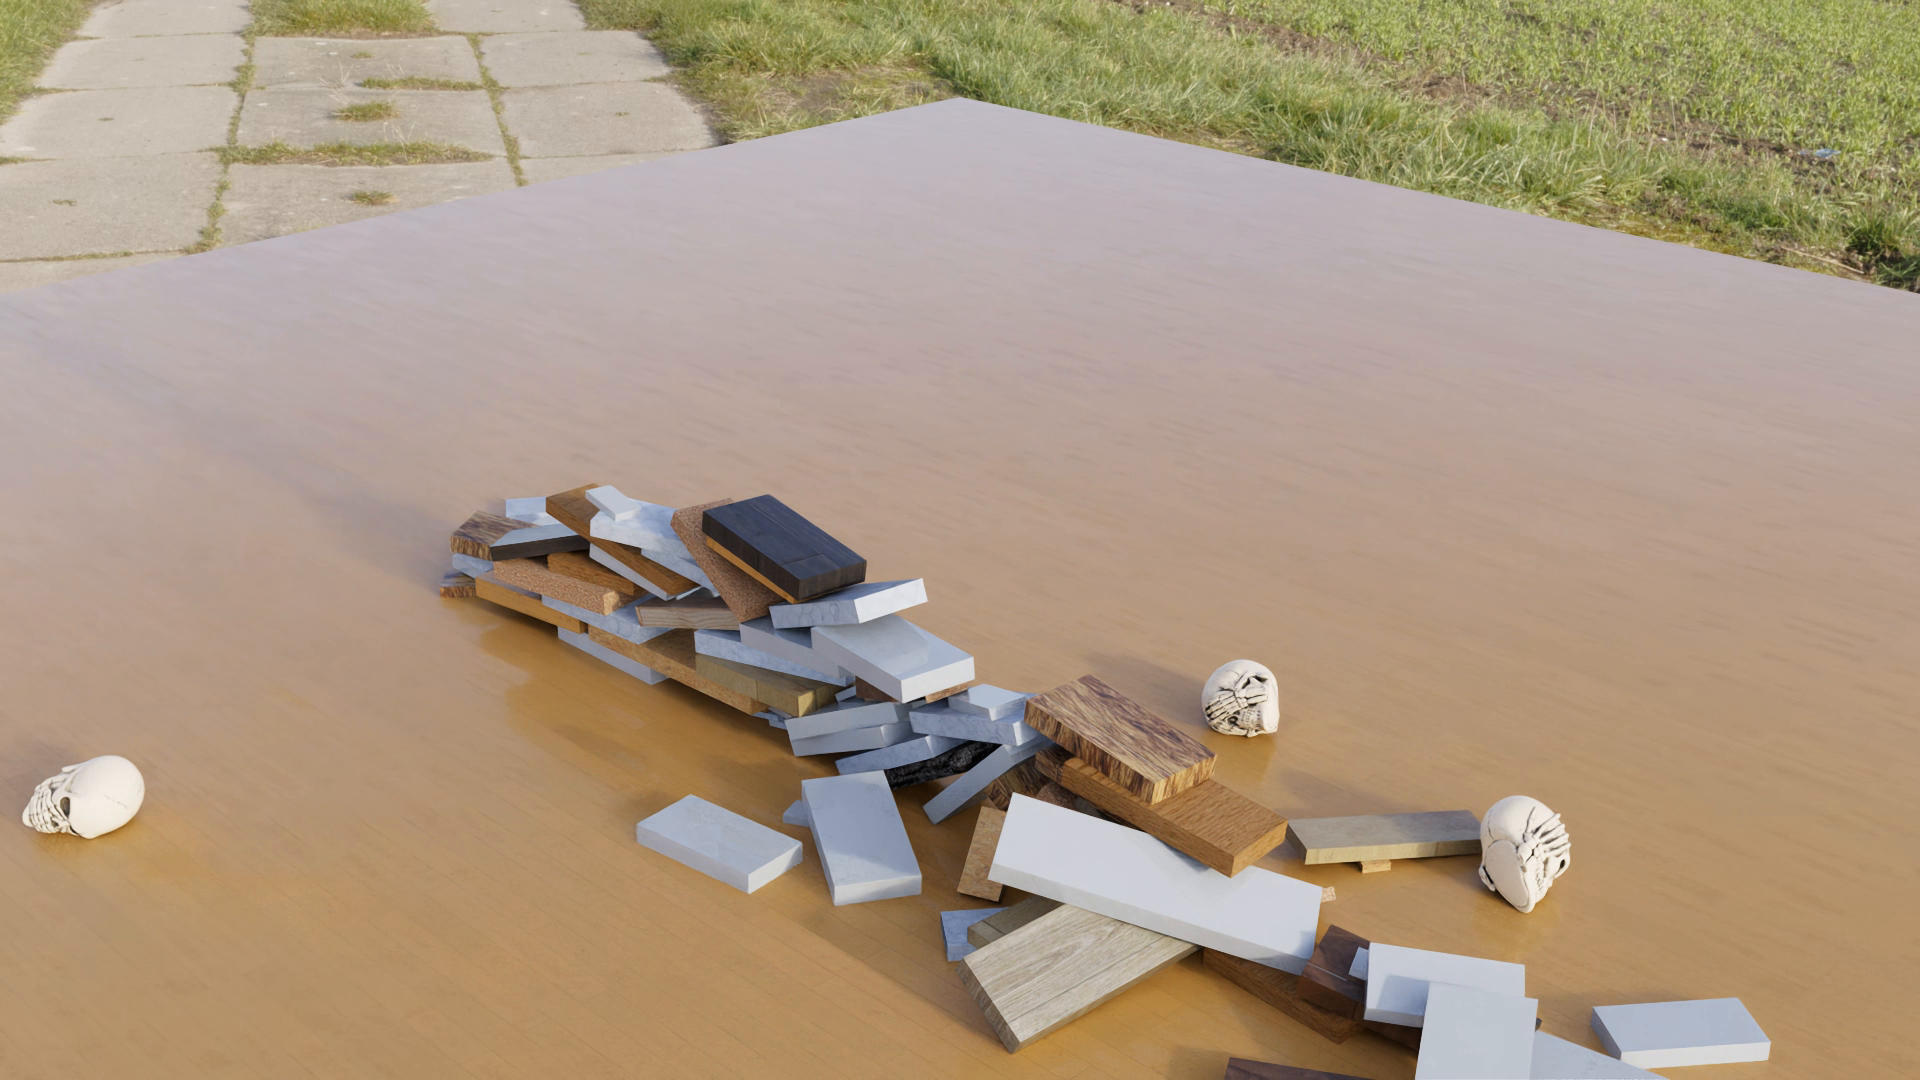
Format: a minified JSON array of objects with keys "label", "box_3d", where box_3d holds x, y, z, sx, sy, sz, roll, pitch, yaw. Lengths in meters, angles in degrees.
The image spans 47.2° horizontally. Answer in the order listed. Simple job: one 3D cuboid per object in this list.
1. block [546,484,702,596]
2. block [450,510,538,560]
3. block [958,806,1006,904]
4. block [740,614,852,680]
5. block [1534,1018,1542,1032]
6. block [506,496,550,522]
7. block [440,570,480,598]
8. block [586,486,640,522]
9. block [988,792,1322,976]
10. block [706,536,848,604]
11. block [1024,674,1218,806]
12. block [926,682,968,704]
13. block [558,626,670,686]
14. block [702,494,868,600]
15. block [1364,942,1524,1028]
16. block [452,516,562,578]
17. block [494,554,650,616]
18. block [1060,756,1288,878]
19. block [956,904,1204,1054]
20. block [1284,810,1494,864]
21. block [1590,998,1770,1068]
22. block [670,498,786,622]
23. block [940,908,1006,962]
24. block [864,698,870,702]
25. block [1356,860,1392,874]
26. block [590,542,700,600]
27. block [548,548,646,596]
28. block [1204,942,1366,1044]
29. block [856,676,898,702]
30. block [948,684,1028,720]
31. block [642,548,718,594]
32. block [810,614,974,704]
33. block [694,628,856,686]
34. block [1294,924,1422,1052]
[{"label":"block","box_3d":[-0.749,-0.006,5.015,0.139,0.039,0.469,-20,38,-42]},{"label":"block","box_3d":[-1.002,0.034,5.499,0.520,0.043,0.152,13,29,10]},{"label":"block","box_3d":[0.060,0.597,4.172,0.085,0.169,0.024,10,-17,22]},{"label":"block","box_3d":[-0.297,0.208,4.645,0.168,0.048,0.336,-21,24,-38]},{"label":"block","box_3d":[0.917,0.800,3.716,0.115,0.016,0.058,30,36,33]},{"label":"block","box_3d":[-1.102,-0.081,5.910,0.230,0.033,0.115,-4,23,-10]},{"label":"block","box_3d":[-1.183,0.108,5.470,0.201,0.028,0.100,-1,23,-2]},{"label":"block","box_3d":[-0.777,-0.083,4.922,0.065,0.018,0.130,-15,35,-37]},{"label":"block","box_3d":[0.349,0.610,3.905,0.579,0.048,0.170,17,43,3]},{"label":"block","box_3d":[-0.388,0.036,4.693,0.151,0.043,0.301,-18,36,-40]},{"label":"block","box_3d":[0.296,0.367,4.092,0.167,0.047,0.335,-19,36,-39]},{"label":"block","box_3d":[-0.028,0.299,4.426,0.085,0.024,0.170,-20,-1,0]},{"label":"block","box_3d":[-0.764,0.233,5.147,0.353,0.050,0.176,21,31,40]},{"label":"block","box_3d":[-0.373,0.012,4.642,0.174,0.049,0.347,-16,35,-38]},{"label":"block","box_3d":[0.815,0.760,3.698,0.259,0.037,0.130,7,47,7]},{"label":"block","box_3d":[-1.109,0.015,5.590,0.115,0.033,0.368,24,32,30]},{"label":"block","box_3d":[-0.899,0.080,5.134,0.353,0.050,0.176,16,28,32]},{"label":"block","box_3d":[0.387,0.477,4.005,0.385,0.047,0.167,26,34,34]},{"label":"block","box_3d":[0.267,0.703,3.878,0.564,0.049,0.174,-21,63,-32]},{"label":"block","box_3d":[0.841,0.581,4.312,0.394,0.033,0.115,-1,23,-14]},{"label":"block","box_3d":[1.223,0.838,3.738,0.259,0.037,0.130,-2,23,-6]},{"label":"block","box_3d":[-0.488,0.040,4.782,0.151,0.043,0.301,-15,55,-38]},{"label":"block","box_3d":[0.085,0.718,4.027,0.230,0.033,0.115,-3,23,-6]},{"label":"block","box_3d":[-0.133,0.305,4.526,0.122,0.017,0.061,-14,6,33]},{"label":"block","box_3d":[0.793,0.611,4.299,0.058,0.016,0.115,-5,23,-11]},{"label":"block","box_3d":[-0.707,0.053,4.995,0.256,0.036,0.128,27,33,32]},{"label":"block","box_3d":[-0.810,0.060,5.070,0.256,0.036,0.128,15,27,29]},{"label":"block","box_3d":[0.600,0.772,3.885,0.157,0.044,0.314,-19,29,-37]},{"label":"block","box_3d":[-0.168,0.291,4.458,0.018,0.064,0.128,-6,5,-38]},{"label":"block","box_3d":[0.054,0.316,4.293,0.085,0.024,0.170,-17,13,-26]},{"label":"block","box_3d":[-0.559,0.044,4.882,0.277,0.039,0.139,25,32,30]},{"label":"block","box_3d":[-0.138,0.227,4.413,0.170,0.048,0.339,-17,25,-31]},{"label":"block","box_3d":[-0.366,0.228,4.770,0.393,0.048,0.168,11,24,29]},{"label":"block","box_3d":[0.750,0.782,3.762,0.314,0.044,0.157,22,34,19]}]
